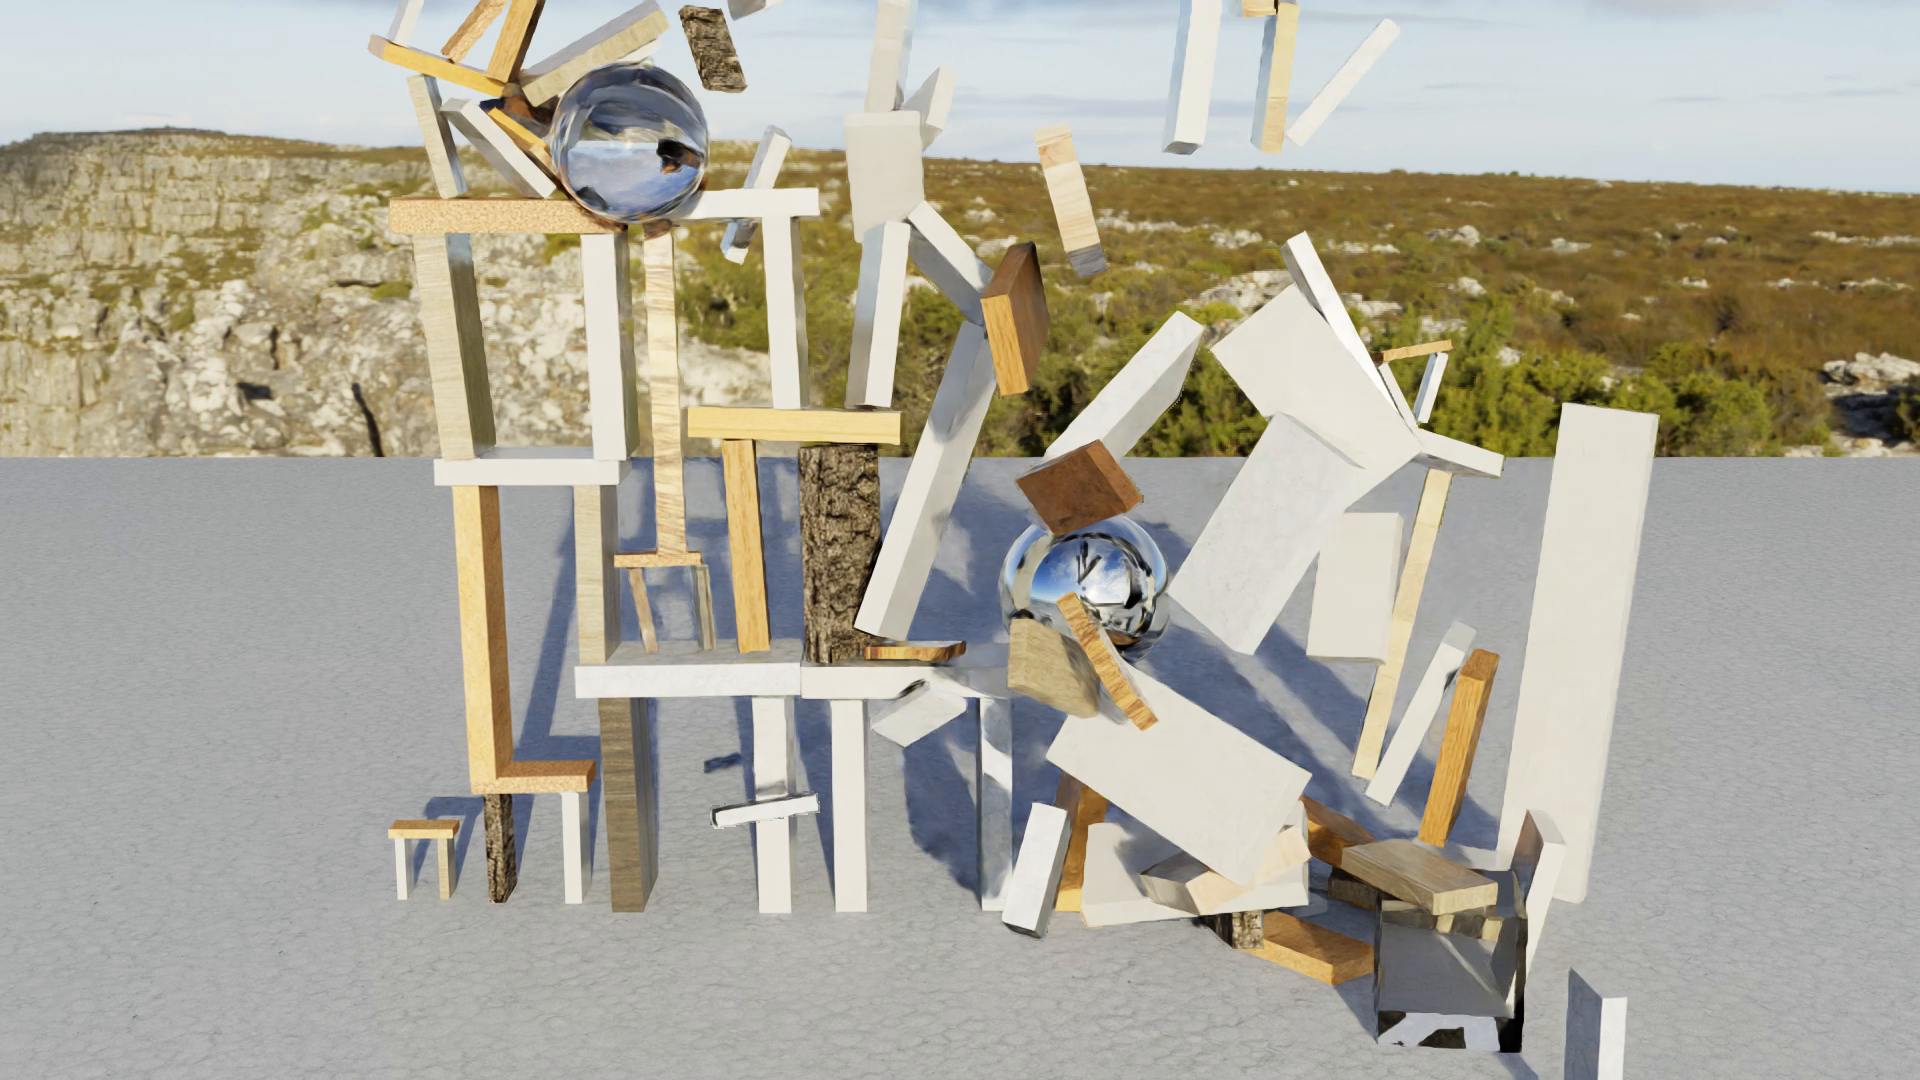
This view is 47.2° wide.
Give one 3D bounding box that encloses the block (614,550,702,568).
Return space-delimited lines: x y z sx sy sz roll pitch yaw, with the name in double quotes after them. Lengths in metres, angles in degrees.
-0.493 0.031 3.595 0.138 0.020 0.069 -2 4 -6 "block"

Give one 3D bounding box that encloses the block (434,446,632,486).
-0.684 -0.120 3.539 0.290 0.041 0.145 0 10 -1 "block"

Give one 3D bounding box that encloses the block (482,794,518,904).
-0.764 0.497 3.653 0.027 0.188 0.094 -1 11 0 "block"

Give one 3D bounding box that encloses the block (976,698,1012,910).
0.056 0.414 3.639 0.050 0.354 0.177 -1 10 -2 "block"

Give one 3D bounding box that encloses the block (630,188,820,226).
-0.382 -0.538 3.550 0.304 0.043 0.152 -2 5 -5 "block"

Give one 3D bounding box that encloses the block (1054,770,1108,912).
0.195 0.429 3.558 0.045 0.318 0.159 5 34 -7 "block"

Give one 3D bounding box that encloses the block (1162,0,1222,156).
0.375 -0.788 3.503 0.046 0.328 0.164 7 4 -2 "block"

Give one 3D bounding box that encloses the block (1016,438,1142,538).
0.138 -0.059 2.583 0.024 0.086 0.171 -40 9 -28 "block"

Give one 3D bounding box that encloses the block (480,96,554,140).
-0.678 -0.677 3.572 0.093 0.026 0.186 3 -6 43 "block"

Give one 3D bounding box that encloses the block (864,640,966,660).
-0.072 0.178 3.558 0.146 0.021 0.073 -1 5 24 "block"

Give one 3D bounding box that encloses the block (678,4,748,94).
-0.388 -0.771 3.455 0.072 0.143 0.020 -4 -22 -42 "block"

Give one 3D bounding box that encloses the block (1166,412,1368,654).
0.471 -0.010 3.395 0.048 0.337 0.168 14 22 -47 "block"

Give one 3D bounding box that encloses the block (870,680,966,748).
-0.066 0.272 3.430 0.073 0.021 0.146 31 -46 -28 "block"

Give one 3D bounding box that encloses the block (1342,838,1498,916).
0.650 0.477 3.124 0.108 0.031 0.217 -5 11 -25 "block"

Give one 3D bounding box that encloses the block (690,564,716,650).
-0.420 0.108 3.597 0.020 0.138 0.069 -6 3 -15 "block"

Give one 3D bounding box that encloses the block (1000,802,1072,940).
0.107 0.455 2.999 0.045 0.159 0.319 15 -11 7 "block"

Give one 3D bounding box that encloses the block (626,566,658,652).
-0.520 0.111 3.592 0.020 0.138 0.069 -13 6 -12 "block"

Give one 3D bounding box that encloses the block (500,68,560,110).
-0.746 -0.752 3.811 0.108 0.031 0.217 10 -16 -17 "block"

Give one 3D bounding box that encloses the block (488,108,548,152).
-0.700 -0.638 3.492 0.109 0.015 0.054 36 -22 10 "block"

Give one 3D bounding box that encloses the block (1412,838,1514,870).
0.846 0.541 3.585 0.237 0.034 0.118 8 16 20 "block"

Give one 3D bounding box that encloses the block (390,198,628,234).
-0.707 -0.514 3.475 0.351 0.050 0.175 -1 10 -5 "block"

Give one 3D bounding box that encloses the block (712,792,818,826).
-0.284 0.390 3.187 0.146 0.021 0.073 -8 -1 -12 "block"

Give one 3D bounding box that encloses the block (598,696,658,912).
-0.547 0.412 3.636 0.051 0.359 0.180 -2 10 0 "block"

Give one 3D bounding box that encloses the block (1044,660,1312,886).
0.269 0.283 2.758 0.319 0.159 0.045 31 2 38 "block"

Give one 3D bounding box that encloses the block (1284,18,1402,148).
0.600 -0.719 3.463 0.033 0.231 0.116 41 13 -2 "block"

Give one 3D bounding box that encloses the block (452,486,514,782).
-0.776 0.140 3.586 0.041 0.485 0.145 -1 11 0 "block"

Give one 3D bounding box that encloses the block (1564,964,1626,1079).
0.789 0.652 2.739 0.031 0.217 0.108 -1 11 -6 "block"

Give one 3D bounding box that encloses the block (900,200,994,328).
0.012 -0.424 3.615 0.042 0.293 0.147 -46 9 -12 "block"

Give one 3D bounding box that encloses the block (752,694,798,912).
-0.303 0.413 3.635 0.051 0.359 0.180 -1 11 0 "block"

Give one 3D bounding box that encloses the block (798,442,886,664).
-0.191 0.016 3.575 0.048 0.344 0.169 1 7 29 "block"

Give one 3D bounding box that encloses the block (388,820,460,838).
-0.888 0.479 3.648 0.105 0.015 0.053 0 11 0 "block"

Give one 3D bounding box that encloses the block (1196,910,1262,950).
0.403 0.519 3.417 0.045 0.159 0.318 -3 3 -8 "block"

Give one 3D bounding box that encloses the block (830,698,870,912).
-0.179 0.416 3.638 0.050 0.354 0.177 -1 10 0 "block"

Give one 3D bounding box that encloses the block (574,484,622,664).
-0.588 0.042 3.572 0.041 0.290 0.145 0 10 2 "block"

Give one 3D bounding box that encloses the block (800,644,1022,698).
-0.079 0.214 3.611 0.354 0.050 0.177 0 10 -1 "block"

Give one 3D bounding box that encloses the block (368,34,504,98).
-0.812 -0.735 3.407 0.191 0.027 0.095 13 13 -32 "block"

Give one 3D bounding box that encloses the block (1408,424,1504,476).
0.755 -0.149 3.585 0.247 0.035 0.123 13 -3 -36 "block"

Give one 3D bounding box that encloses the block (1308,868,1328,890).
0.551 0.556 3.680 0.136 0.019 0.068 16 3 -25 "block"

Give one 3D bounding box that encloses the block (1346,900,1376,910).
0.704 0.585 3.646 0.126 0.018 0.063 -7 13 -33 "block"

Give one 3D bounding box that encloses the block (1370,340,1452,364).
0.728 -0.304 3.545 0.115 0.016 0.058 -10 3 -8 "block"

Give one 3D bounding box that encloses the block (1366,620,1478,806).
0.754 0.282 3.594 0.041 0.291 0.145 27 20 13 "block"

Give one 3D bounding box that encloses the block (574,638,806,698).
-0.436 0.208 3.600 0.359 0.051 0.180 -1 10 -1 "block"

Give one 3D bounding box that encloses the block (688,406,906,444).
-0.261 -0.188 3.571 0.338 0.048 0.169 2 4 2 "block"

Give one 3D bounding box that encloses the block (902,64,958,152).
-0.083 -0.753 4.008 0.035 0.125 0.249 21 -23 -19 "block"

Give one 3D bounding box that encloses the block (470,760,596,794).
-0.703 0.391 3.632 0.188 0.027 0.094 -1 11 0 "block"

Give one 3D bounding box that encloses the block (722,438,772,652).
-0.347 0.003 3.581 0.048 0.338 0.169 -5 5 -3 "block"

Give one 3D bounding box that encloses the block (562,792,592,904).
-0.636 0.497 3.653 0.027 0.188 0.094 0 11 0 "block"

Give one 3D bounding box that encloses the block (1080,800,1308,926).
0.339 0.465 3.162 0.318 0.045 0.159 -9 37 15 "block"

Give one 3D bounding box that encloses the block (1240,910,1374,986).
0.531 0.627 3.386 0.108 0.031 0.217 -9 14 -38 "block"
